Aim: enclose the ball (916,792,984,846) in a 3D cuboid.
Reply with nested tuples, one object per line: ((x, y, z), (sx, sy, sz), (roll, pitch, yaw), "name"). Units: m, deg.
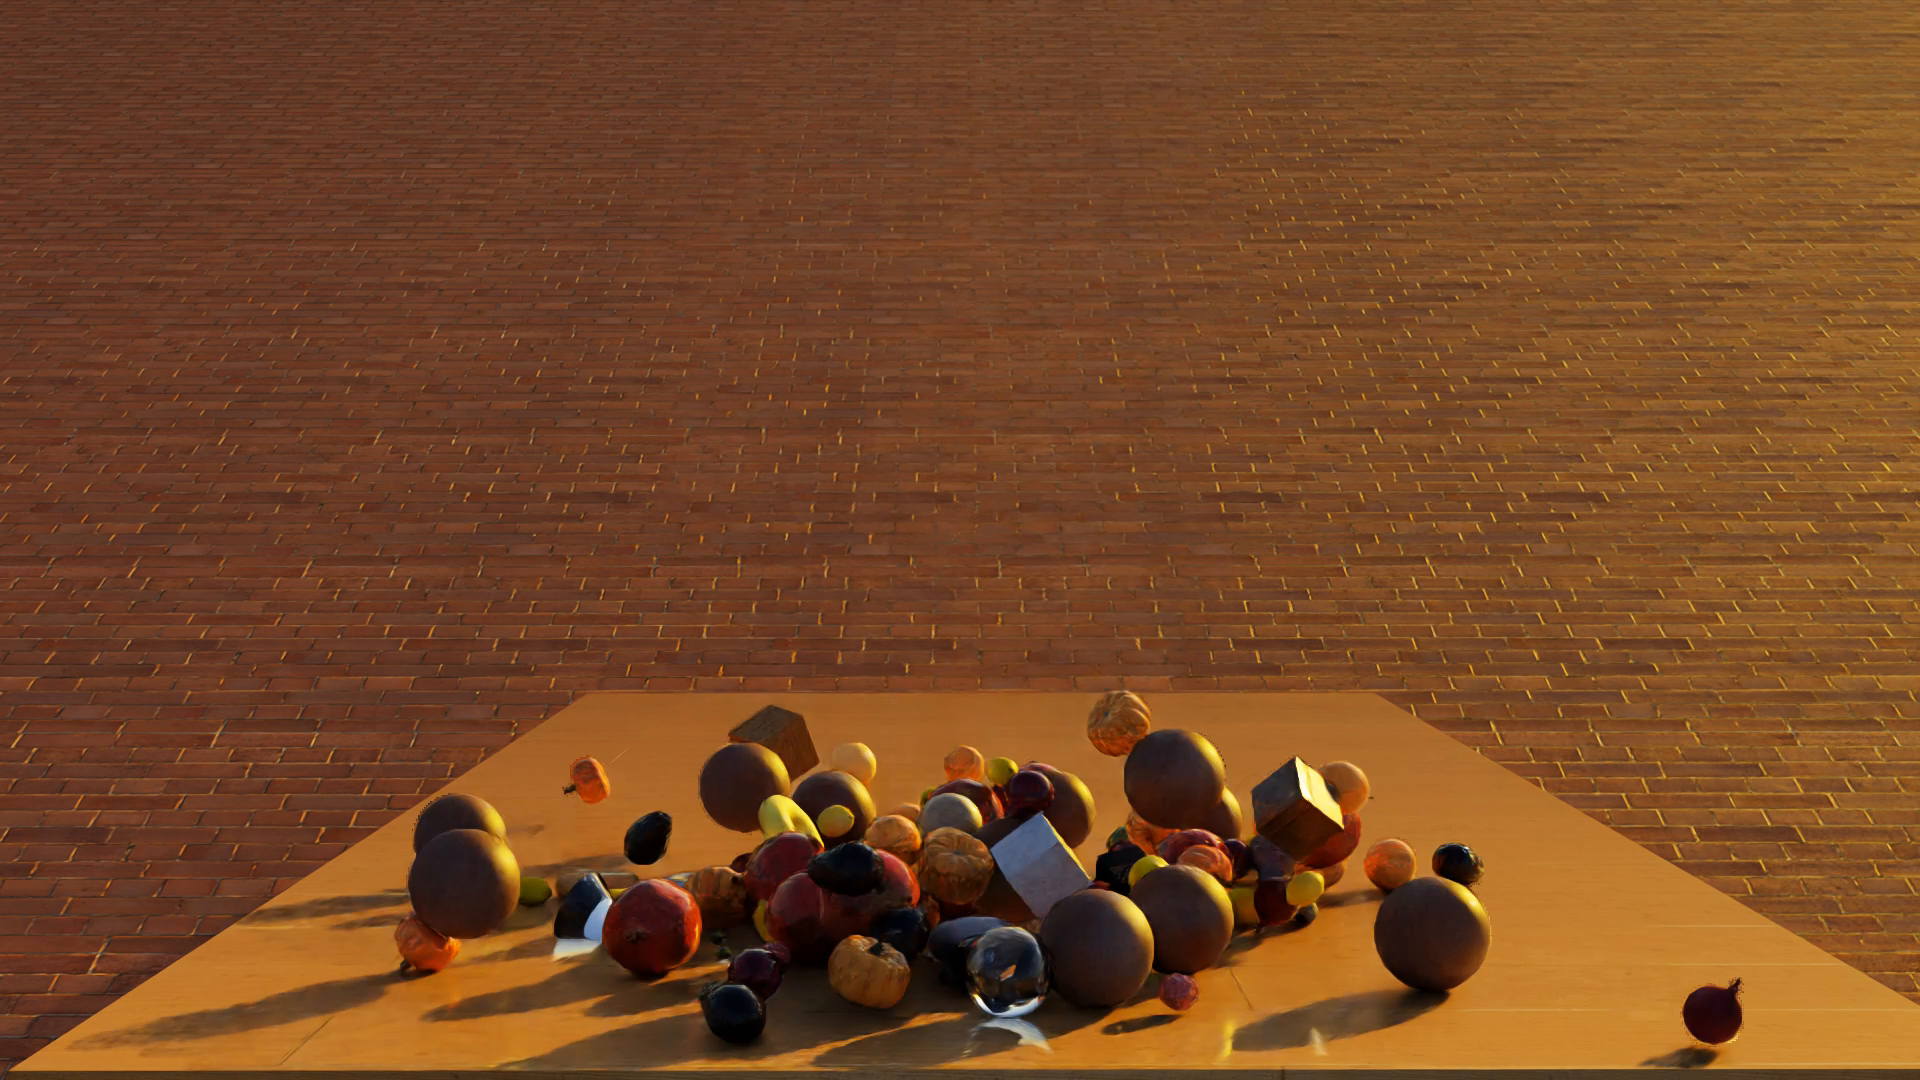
((-0.014, 0.384, 3.449), (0.090, 0.090, 0.090), (0, 24, 0), "ball")

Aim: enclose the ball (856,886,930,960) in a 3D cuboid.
((-0.080, 0.459, 3.087), (0.088, 0.088, 0.088), (0, 24, 0), "ball")

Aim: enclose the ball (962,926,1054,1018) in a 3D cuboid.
((0.052, 0.467, 2.784), (0.099, 0.099, 0.099), (0, 24, 0), "ball")

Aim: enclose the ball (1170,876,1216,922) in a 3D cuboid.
((0.303, 0.467, 3.348), (0.061, 0.061, 0.061), (0, 24, 0), "ball")

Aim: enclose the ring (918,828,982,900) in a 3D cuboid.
((-0.013, 0.402, 3.200), (0.092, 0.092, 0.031), (-22, -2, -39), "ring")

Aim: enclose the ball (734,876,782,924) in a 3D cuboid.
((-0.262, 0.467, 3.340), (0.063, 0.063, 0.063), (0, 24, 0), "ball")

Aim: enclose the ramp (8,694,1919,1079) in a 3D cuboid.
((0.056, 0.507, 4.550), (2.000, 0.100, 4.000), (0, 2, 0), "ramp")

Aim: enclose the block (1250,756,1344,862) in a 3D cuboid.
((0.443, 0.354, 3.391), (0.080, 0.080, 0.080), (38, 27, -23), "block")

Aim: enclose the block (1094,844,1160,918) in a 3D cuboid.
((0.219, 0.448, 3.378), (0.060, 0.060, 0.060), (-12, 36, -24), "block")

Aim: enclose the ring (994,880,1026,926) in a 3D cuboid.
((0.069, 0.455, 3.277), (0.031, 0.094, 0.094), (23, 26, -1), "ring")

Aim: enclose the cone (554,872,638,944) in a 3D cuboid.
((-0.441, 0.480, 3.225), (0.095, 0.095, 0.095), (29, 34, 18), "cone")

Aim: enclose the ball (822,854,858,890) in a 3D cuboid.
((-0.166, 0.464, 3.597), (0.050, 0.050, 0.050), (0, 24, 0), "ball")

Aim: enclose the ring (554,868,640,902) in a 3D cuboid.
((-0.496, 0.472, 3.526), (0.117, 0.039, 0.117), (0, -2, 0), "ring")

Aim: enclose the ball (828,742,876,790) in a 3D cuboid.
((-0.195, 0.410, 4.682), (0.086, 0.086, 0.086), (0, 24, 0), "ball")

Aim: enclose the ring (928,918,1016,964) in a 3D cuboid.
((0.018, 0.466, 2.991), (0.111, 0.111, 0.037), (-1, 66, -3), "ring")

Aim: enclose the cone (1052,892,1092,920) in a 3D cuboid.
((0.140, 0.454, 3.395), (0.068, 0.068, 0.068), (1, 17, 0), "cone")

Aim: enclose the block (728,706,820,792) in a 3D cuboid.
((-0.297, 0.332, 4.110), (0.090, 0.090, 0.090), (-33, 27, -30), "block")

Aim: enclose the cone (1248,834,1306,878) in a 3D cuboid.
((0.441, 0.469, 3.645), (0.083, 0.083, 0.083), (7, 31, 15), "cone")

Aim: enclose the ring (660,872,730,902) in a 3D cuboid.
((-0.363, 0.476, 3.529), (0.094, 0.031, 0.094), (0, 2, 0), "ring")

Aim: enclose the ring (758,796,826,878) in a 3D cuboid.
((-0.230, 0.408, 3.542), (0.042, 0.127, 0.127), (-34, 22, 11), "ring")

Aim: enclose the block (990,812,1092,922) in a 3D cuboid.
((0.094, 0.380, 3.000), (0.075, 0.075, 0.075), (-37, 27, 1), "block")

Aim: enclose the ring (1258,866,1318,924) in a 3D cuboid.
((0.425, 0.461, 3.345), (0.031, 0.094, 0.094), (-47, 36, -4), "ring")
